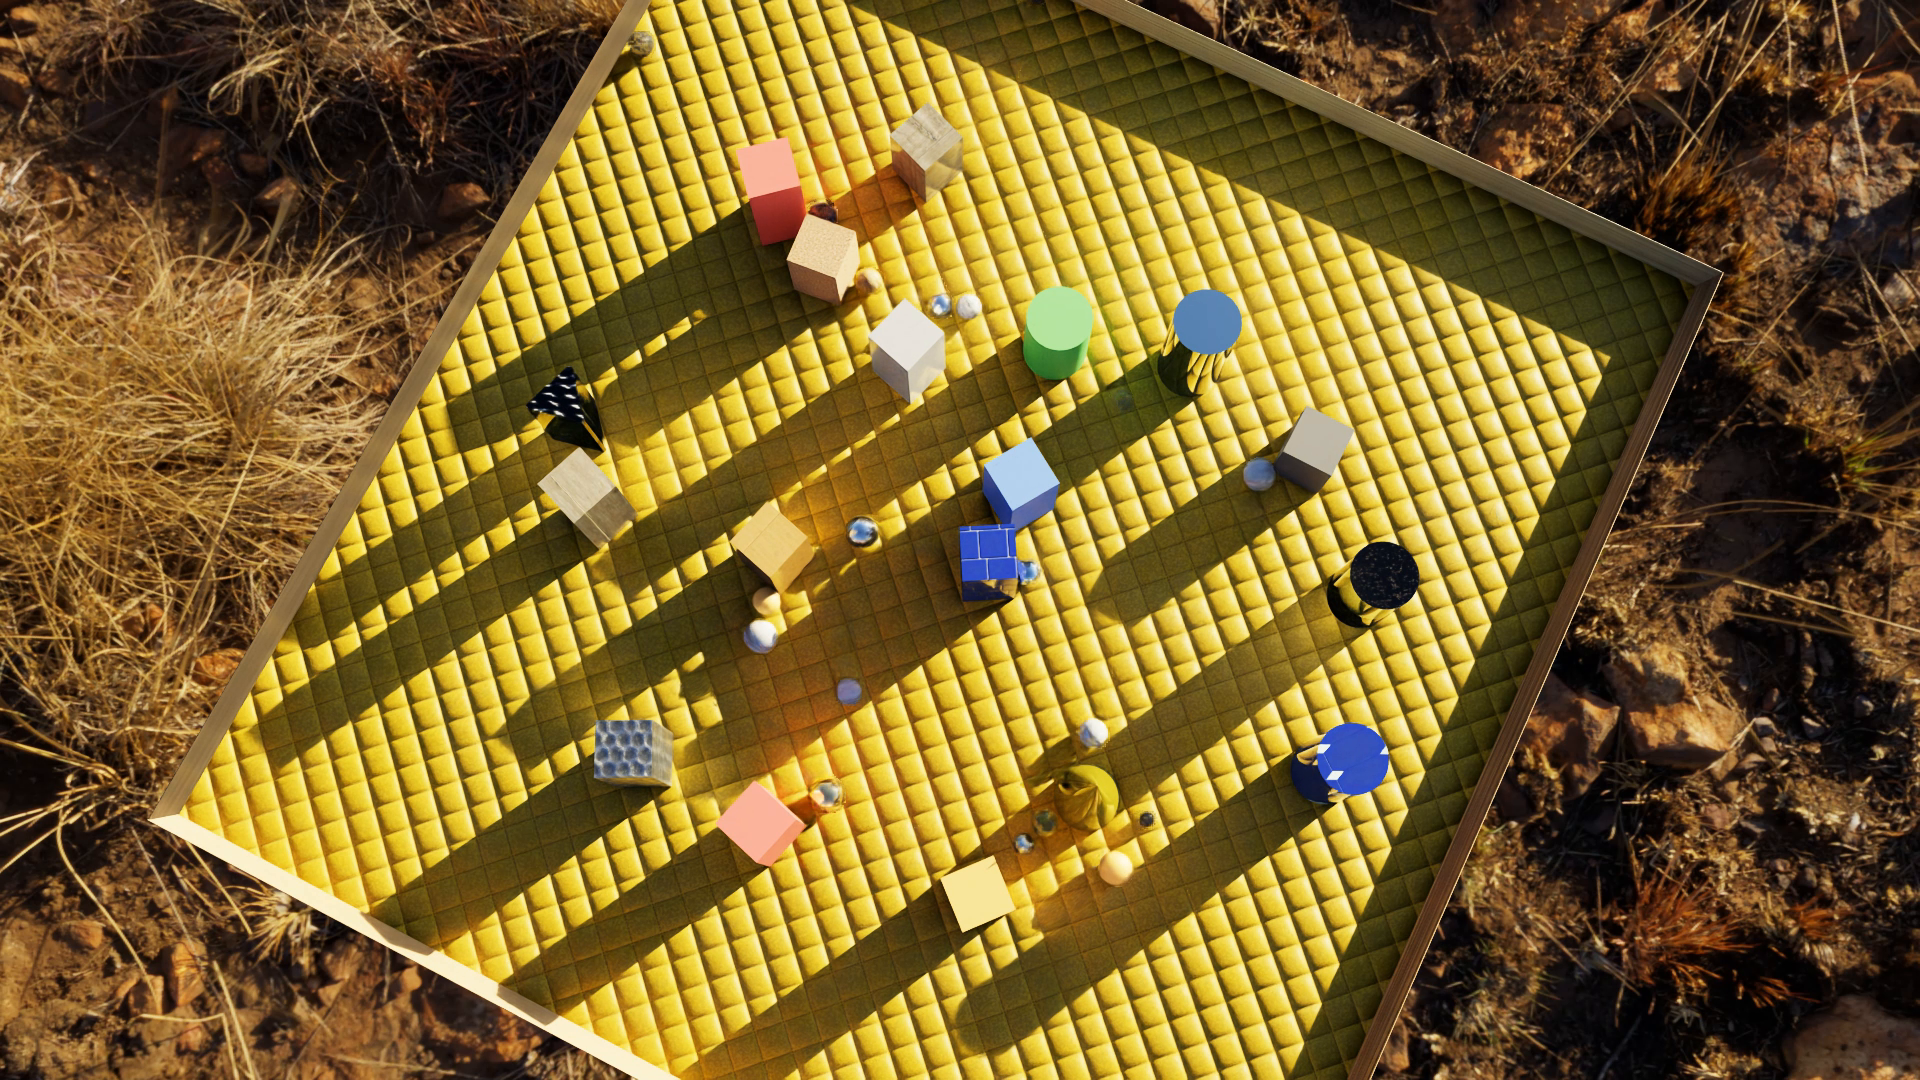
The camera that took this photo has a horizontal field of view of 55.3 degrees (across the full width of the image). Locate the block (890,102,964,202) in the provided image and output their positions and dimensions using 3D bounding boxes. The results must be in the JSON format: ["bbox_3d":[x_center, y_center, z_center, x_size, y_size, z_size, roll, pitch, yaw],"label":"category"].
[{"bbox_3d":[-0.103,-1.210,5.736,0.160,0.258,0.160,-43,81,-8],"label":"block"}]

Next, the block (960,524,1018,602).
[{"bbox_3d":[0.082,0.070,5.427,0.160,0.342,0.160,-3,78,-1],"label":"block"}]

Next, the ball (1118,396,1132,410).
[{"bbox_3d":[0.513,-0.424,5.682,0.044,0.044,0.044,0,78,0],"label":"ball"}]

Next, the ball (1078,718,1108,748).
[{"bbox_3d":[0.396,0.575,5.454,0.086,0.086,0.086,0,78,0],"label":"ball"}]

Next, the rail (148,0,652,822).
[{"bbox_3d":[-1.530,-0.742,5.703,0.045,0.130,3.606,26,80,5],"label":"rail"}]

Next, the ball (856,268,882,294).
[{"bbox_3d":[-0.284,-0.811,5.745,0.078,0.078,0.078,0,78,0],"label":"ball"}]

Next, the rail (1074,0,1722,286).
[{"bbox_3d":[0.796,-1.552,5.871,3.468,0.130,0.045,26,80,5],"label":"rail"}]

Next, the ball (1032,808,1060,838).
[{"bbox_3d":[0.251,0.834,5.402,0.082,0.082,0.082,0,78,0],"label":"ball"}]

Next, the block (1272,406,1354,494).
[{"bbox_3d":[1.065,-0.271,5.550,0.160,0.240,0.160,28,80,5],"label":"block"}]

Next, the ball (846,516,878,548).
[{"bbox_3d":[-0.295,-0.023,5.572,0.097,0.097,0.097,0,78,0],"label":"ball"}]

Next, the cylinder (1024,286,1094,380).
[{"bbox_3d":[0.297,-0.628,5.591,0.200,0.304,0.200,0,78,0],"label":"cylinder"}]

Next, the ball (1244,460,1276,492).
[{"bbox_3d":[0.916,-0.198,5.608,0.097,0.097,0.097,0,78,0],"label":"ball"}]

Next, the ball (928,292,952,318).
[{"bbox_3d":[-0.061,-0.735,5.730,0.076,0.076,0.076,0,78,0],"label":"ball"}]

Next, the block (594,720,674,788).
[{"bbox_3d":[-0.939,0.620,5.296,0.160,0.377,0.160,-1,78,0],"label":"block"}]

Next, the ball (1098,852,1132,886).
[{"bbox_3d":[0.455,0.961,5.368,0.098,0.098,0.098,0,78,0],"label":"ball"}]

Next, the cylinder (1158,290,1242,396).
[{"bbox_3d":[0.717,-0.587,5.516,0.200,0.435,0.200,0,78,0],"label":"cylinder"}]

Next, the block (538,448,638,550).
[{"bbox_3d":[-1.100,-0.119,5.445,0.160,0.384,0.160,-43,81,-8],"label":"block"}]

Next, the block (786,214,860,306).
[{"bbox_3d":[-0.419,-0.862,5.660,0.160,0.264,0.160,21,79,4],"label":"block"}]

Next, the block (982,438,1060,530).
[{"bbox_3d":[0.179,-0.157,5.475,0.160,0.342,0.160,-30,80,-6],"label":"block"}]

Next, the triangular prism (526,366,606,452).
[{"bbox_3d":[-1.161,-0.402,5.520,0.173,0.352,0.150,15,79,3],"label":"triangular prism"}]

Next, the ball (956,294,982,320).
[{"bbox_3d":[0.029,-0.729,5.728,0.078,0.078,0.078,0,78,0],"label":"ball"}]

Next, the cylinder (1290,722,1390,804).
[{"bbox_3d":[1.087,0.647,5.271,0.200,0.414,0.200,0,78,0],"label":"cylinder"}]

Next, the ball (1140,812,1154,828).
[{"bbox_3d":[0.554,0.827,5.422,0.046,0.046,0.046,0,78,0],"label":"ball"}]

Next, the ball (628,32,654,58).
[{"bbox_3d":[-1.028,-1.597,5.906,0.080,0.080,0.080,0,78,0],"label":"ball"}]

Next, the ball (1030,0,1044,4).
[{"bbox_3d":[0.251,-1.772,5.954,0.058,0.058,0.058,0,78,0],"label":"ball"}]

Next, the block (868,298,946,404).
[{"bbox_3d":[-0.158,-0.568,5.554,0.160,0.353,0.160,42,81,8],"label":"block"}]

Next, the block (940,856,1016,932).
[{"bbox_3d":[0.050,1.014,5.239,0.160,0.329,0.160,-22,79,-4],"label":"block"}]

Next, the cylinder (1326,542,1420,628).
[{"bbox_3d":[1.217,0.136,5.416,0.200,0.339,0.200,0,78,0],"label":"cylinder"}]

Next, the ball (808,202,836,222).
[{"bbox_3d":[-0.436,-1.022,5.783,0.088,0.088,0.088,0,78,0],"label":"ball"}]

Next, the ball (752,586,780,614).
[{"bbox_3d":[-0.584,0.183,5.536,0.083,0.083,0.083,0,78,0],"label":"ball"}]

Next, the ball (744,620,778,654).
[{"bbox_3d":[-0.599,0.290,5.506,0.100,0.100,0.100,0,78,0],"label":"ball"}]

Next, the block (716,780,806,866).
[{"bbox_3d":[-0.566,0.817,5.256,0.160,0.375,0.160,42,81,8],"label":"block"}]

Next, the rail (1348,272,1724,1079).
[{"bbox_3d":[1.530,0.756,5.393,0.045,0.130,3.606,26,80,5],"label":"rail"}]

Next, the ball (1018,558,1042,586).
[{"bbox_3d":[0.204,0.095,5.554,0.084,0.084,0.084,0,78,0],"label":"ball"}]

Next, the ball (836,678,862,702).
[{"bbox_3d":[-0.333,0.450,5.485,0.075,0.075,0.075,0,78,0],"label":"ball"}]

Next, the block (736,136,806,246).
[{"bbox_3d":[-0.570,-1.068,5.639,0.160,0.390,0.160,-15,79,-3],"label":"block"}]

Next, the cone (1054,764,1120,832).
[{"bbox_3d":[0.378,0.720,5.234,0.200,0.457,0.200,0,78,0],"label":"cone"}]

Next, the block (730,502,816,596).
[{"bbox_3d":[-0.554,0.029,5.456,0.160,0.304,0.160,41,81,8],"label":"block"}]

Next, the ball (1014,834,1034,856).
[{"bbox_3d":[0.190,0.898,5.399,0.061,0.061,0.061,0,78,0],"label":"ball"}]

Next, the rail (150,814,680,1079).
[{"bbox_3d":[-0.796,1.565,5.225,3.468,0.130,0.045,26,80,5],"label":"rail"}]

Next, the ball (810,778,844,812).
[{"bbox_3d":[-0.392,0.752,5.411,0.098,0.098,0.098,0,78,0],"label":"ball"}]
